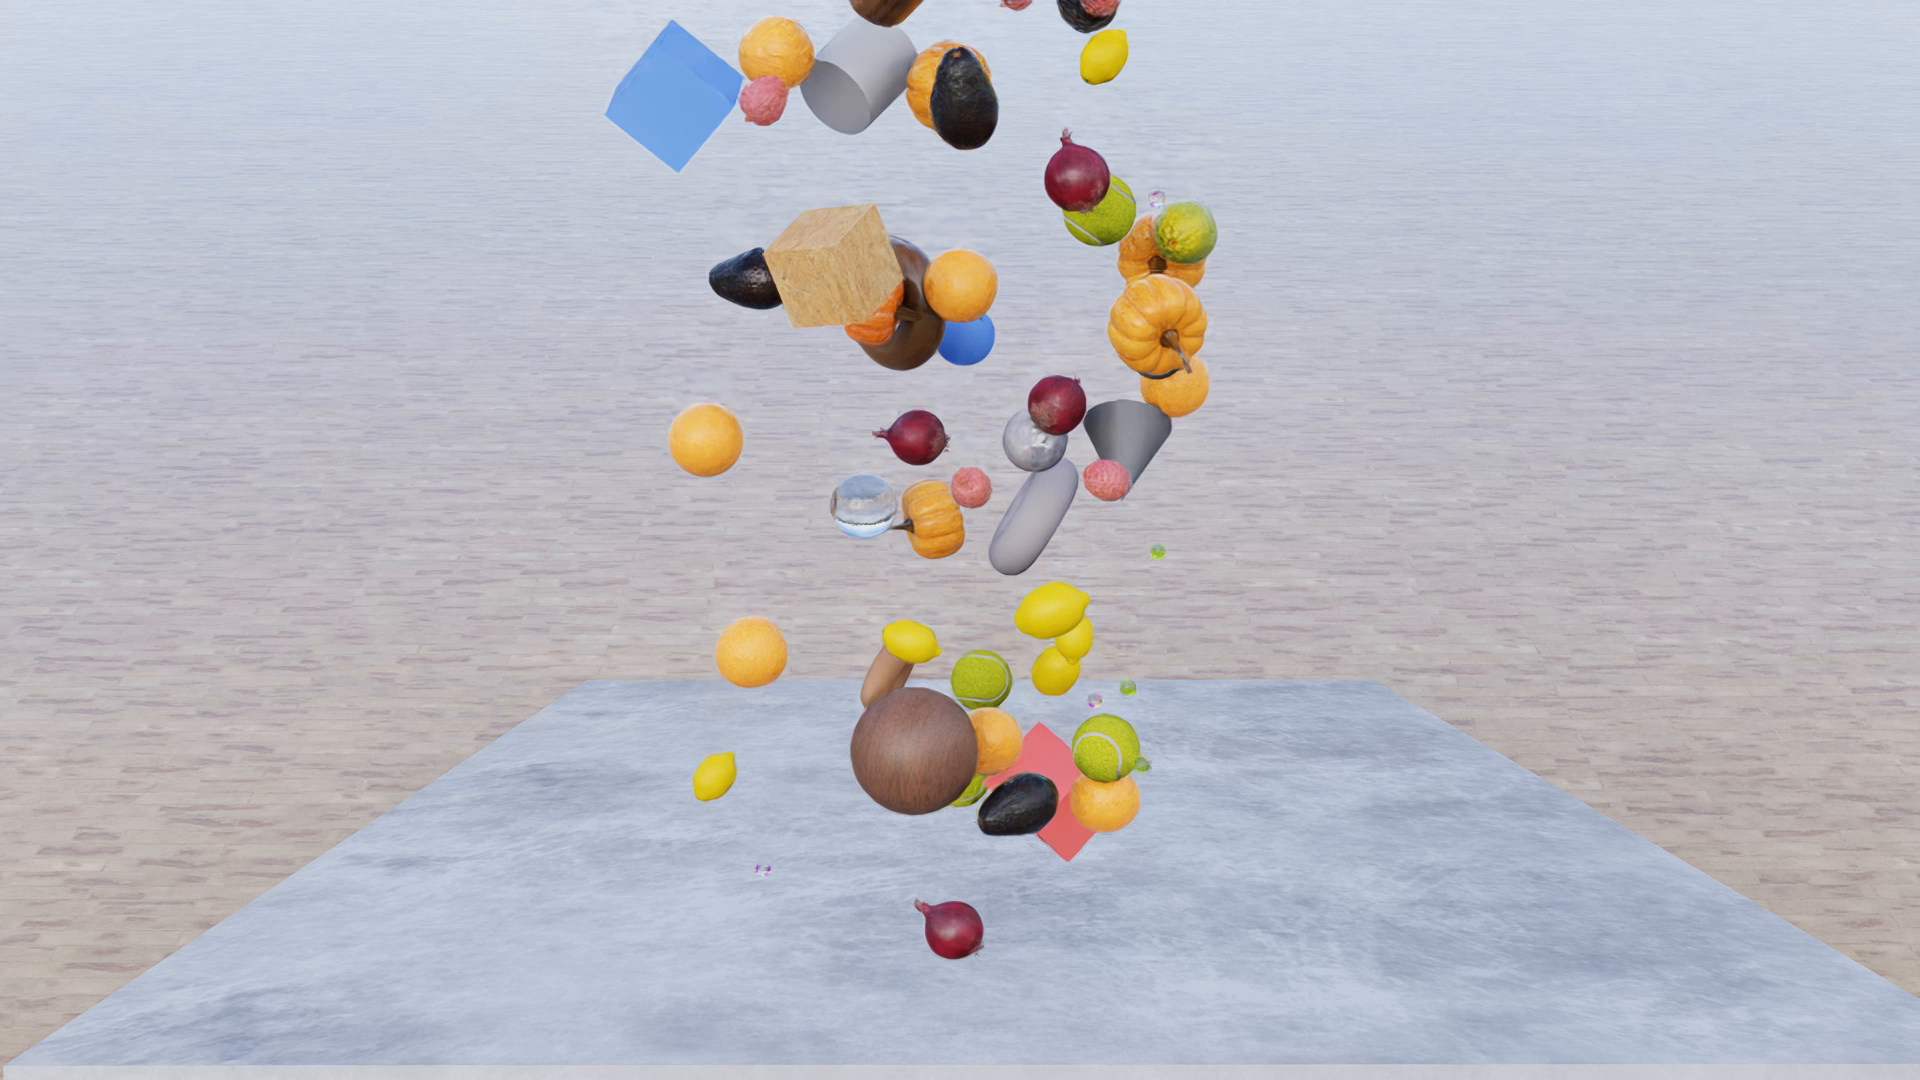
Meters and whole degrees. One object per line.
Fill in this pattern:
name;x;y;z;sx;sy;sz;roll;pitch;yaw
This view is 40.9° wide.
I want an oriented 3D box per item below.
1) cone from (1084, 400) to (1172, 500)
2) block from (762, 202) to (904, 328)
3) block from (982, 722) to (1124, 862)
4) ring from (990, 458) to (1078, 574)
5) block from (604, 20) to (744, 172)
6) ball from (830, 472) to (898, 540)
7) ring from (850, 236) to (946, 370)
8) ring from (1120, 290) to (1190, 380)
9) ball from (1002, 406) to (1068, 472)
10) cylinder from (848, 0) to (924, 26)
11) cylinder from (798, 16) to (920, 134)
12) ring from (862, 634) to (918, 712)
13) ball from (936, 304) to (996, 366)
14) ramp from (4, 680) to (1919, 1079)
cone;0.170;-0.080;2.648;0.093;0.093;0.093;3;60;7
block;-0.114;-0.249;2.337;0.079;0.079;0.079;-1;35;33
block;0.105;0.281;2.874;0.094;0.094;0.094;-47;50;-5
ring;0.081;-0.027;2.846;0.049;0.146;0.146;31;25;-4
block;-0.261;-0.407;2.360;0.084;0.084;0.084;37;23;-17
ball;-0.105;-0.037;2.812;0.073;0.073;0.073;0;23;0
ring;-0.066;-0.238;2.588;0.046;0.137;0.137;-17;29;-37
ring;0.193;-0.202;2.534;0.029;0.087;0.087;-7;23;-39
ball;0.077;-0.103;2.639;0.067;0.067;0.067;0;23;0
cylinder;-0.061;-0.532;2.421;0.073;0.073;0.073;-15;-8;-31
cylinder;-0.101;-0.470;2.594;0.087;0.087;0.087;16;51;33
ring;-0.081;0.152;2.942;0.033;0.098;0.098;28;30;10
ball;0.004;-0.215;2.697;0.065;0.065;0.065;0;23;0
ramp;0.054;0.486;4.540;2.000;0.100;4.000;0;2;0
